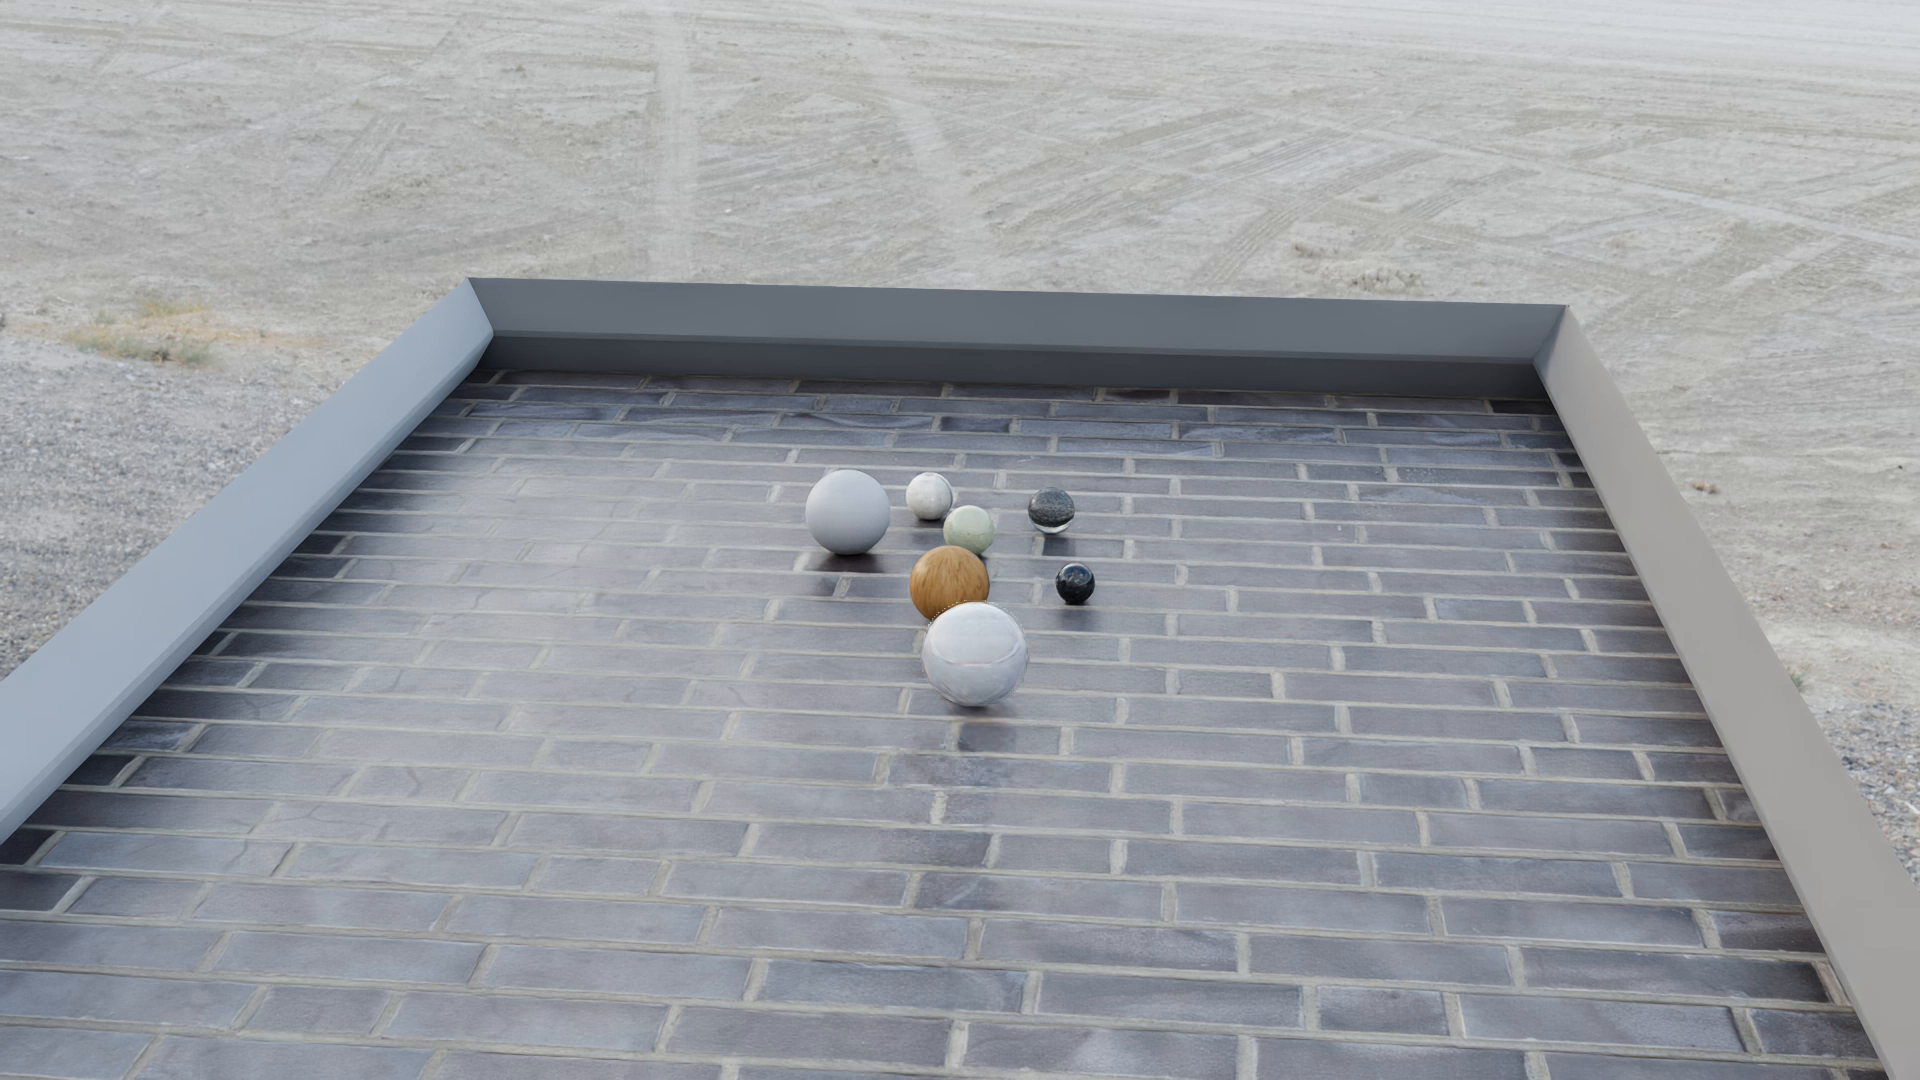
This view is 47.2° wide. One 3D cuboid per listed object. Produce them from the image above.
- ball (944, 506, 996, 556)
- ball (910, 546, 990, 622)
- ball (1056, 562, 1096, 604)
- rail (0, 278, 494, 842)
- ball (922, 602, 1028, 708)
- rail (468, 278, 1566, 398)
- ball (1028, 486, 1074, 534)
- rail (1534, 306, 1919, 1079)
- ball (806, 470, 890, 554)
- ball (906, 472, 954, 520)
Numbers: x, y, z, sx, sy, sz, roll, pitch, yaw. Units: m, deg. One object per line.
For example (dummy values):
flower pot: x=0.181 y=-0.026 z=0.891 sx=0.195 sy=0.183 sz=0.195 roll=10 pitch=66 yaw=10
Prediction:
ball: x=0.010 y=-0.010 z=2.367 sx=0.056 sy=0.056 sz=0.056 roll=0 pitch=22 yaw=0
ball: x=-0.010 y=0.045 z=2.198 sx=0.080 sy=0.080 sz=0.080 roll=0 pitch=22 yaw=0
ball: x=0.118 y=0.044 z=2.253 sx=0.041 sy=0.041 sz=0.041 roll=0 pitch=22 yaw=0
rail: x=-0.761 y=0.185 z=1.785 sx=0.045 sy=0.126 sz=2.589 roll=2 pitch=22 yaw=5
ball: x=0.014 y=0.105 z=2.026 sx=0.097 sy=0.097 sz=0.097 roll=0 pitch=22 yaw=0
rail: x=0.058 y=-0.261 z=2.899 sx=1.456 sy=0.126 sz=0.045 roll=2 pitch=22 yaw=5
ball: x=0.101 y=-0.032 z=2.430 sx=0.052 sy=0.052 sz=0.052 roll=0 pitch=22 yaw=0
rail: x=0.641 y=0.234 z=1.664 sx=0.045 sy=0.126 sz=2.589 roll=2 pitch=22 yaw=5
ball: x=-0.121 y=-0.030 z=2.370 sx=0.092 sy=0.092 sz=0.092 roll=0 pitch=22 yaw=0
ball: x=-0.034 y=-0.049 z=2.469 sx=0.054 sy=0.054 sz=0.054 roll=0 pitch=22 yaw=0
